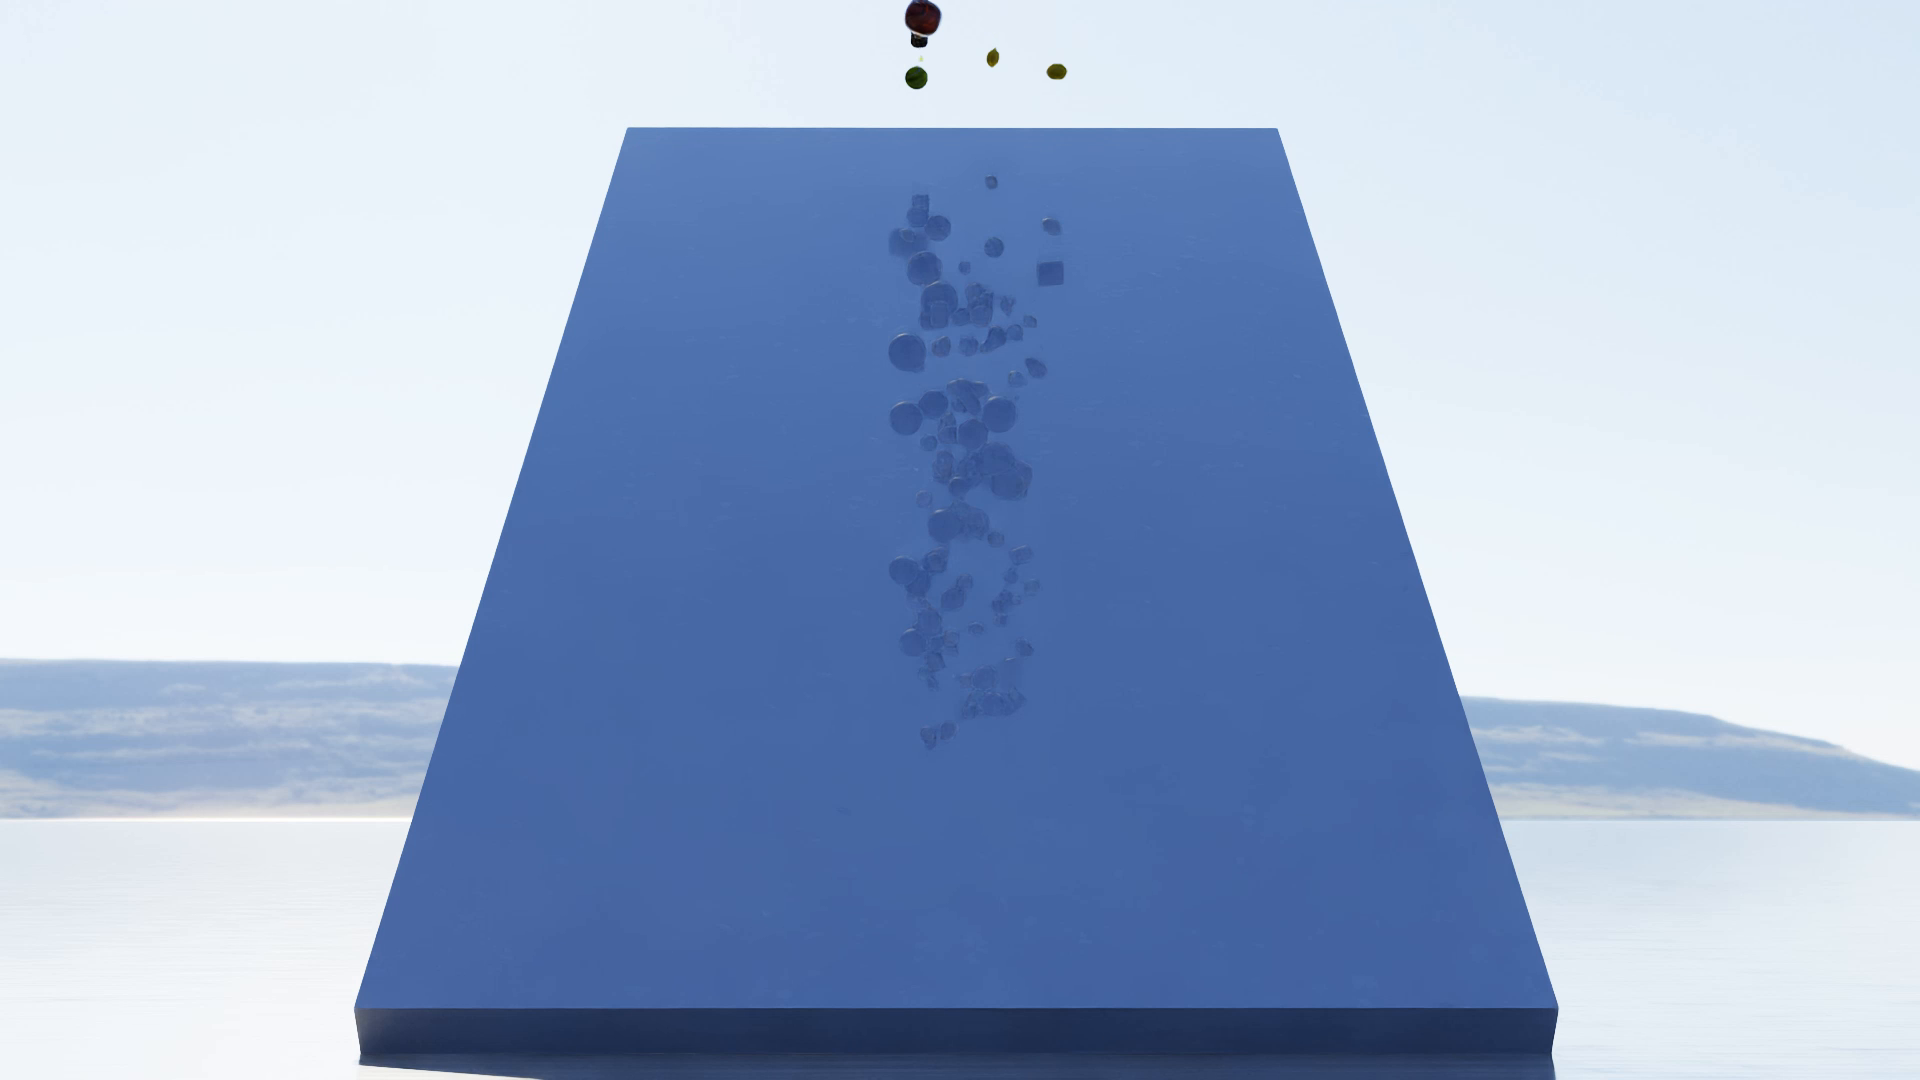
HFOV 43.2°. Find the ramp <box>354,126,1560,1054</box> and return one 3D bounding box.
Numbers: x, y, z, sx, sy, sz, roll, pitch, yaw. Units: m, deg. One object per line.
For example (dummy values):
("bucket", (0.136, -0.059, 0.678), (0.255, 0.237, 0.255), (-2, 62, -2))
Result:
("ramp", (-0.014, -0.203, 5.769), (2.000, 0.100, 4.000), (0, 31, 0))
